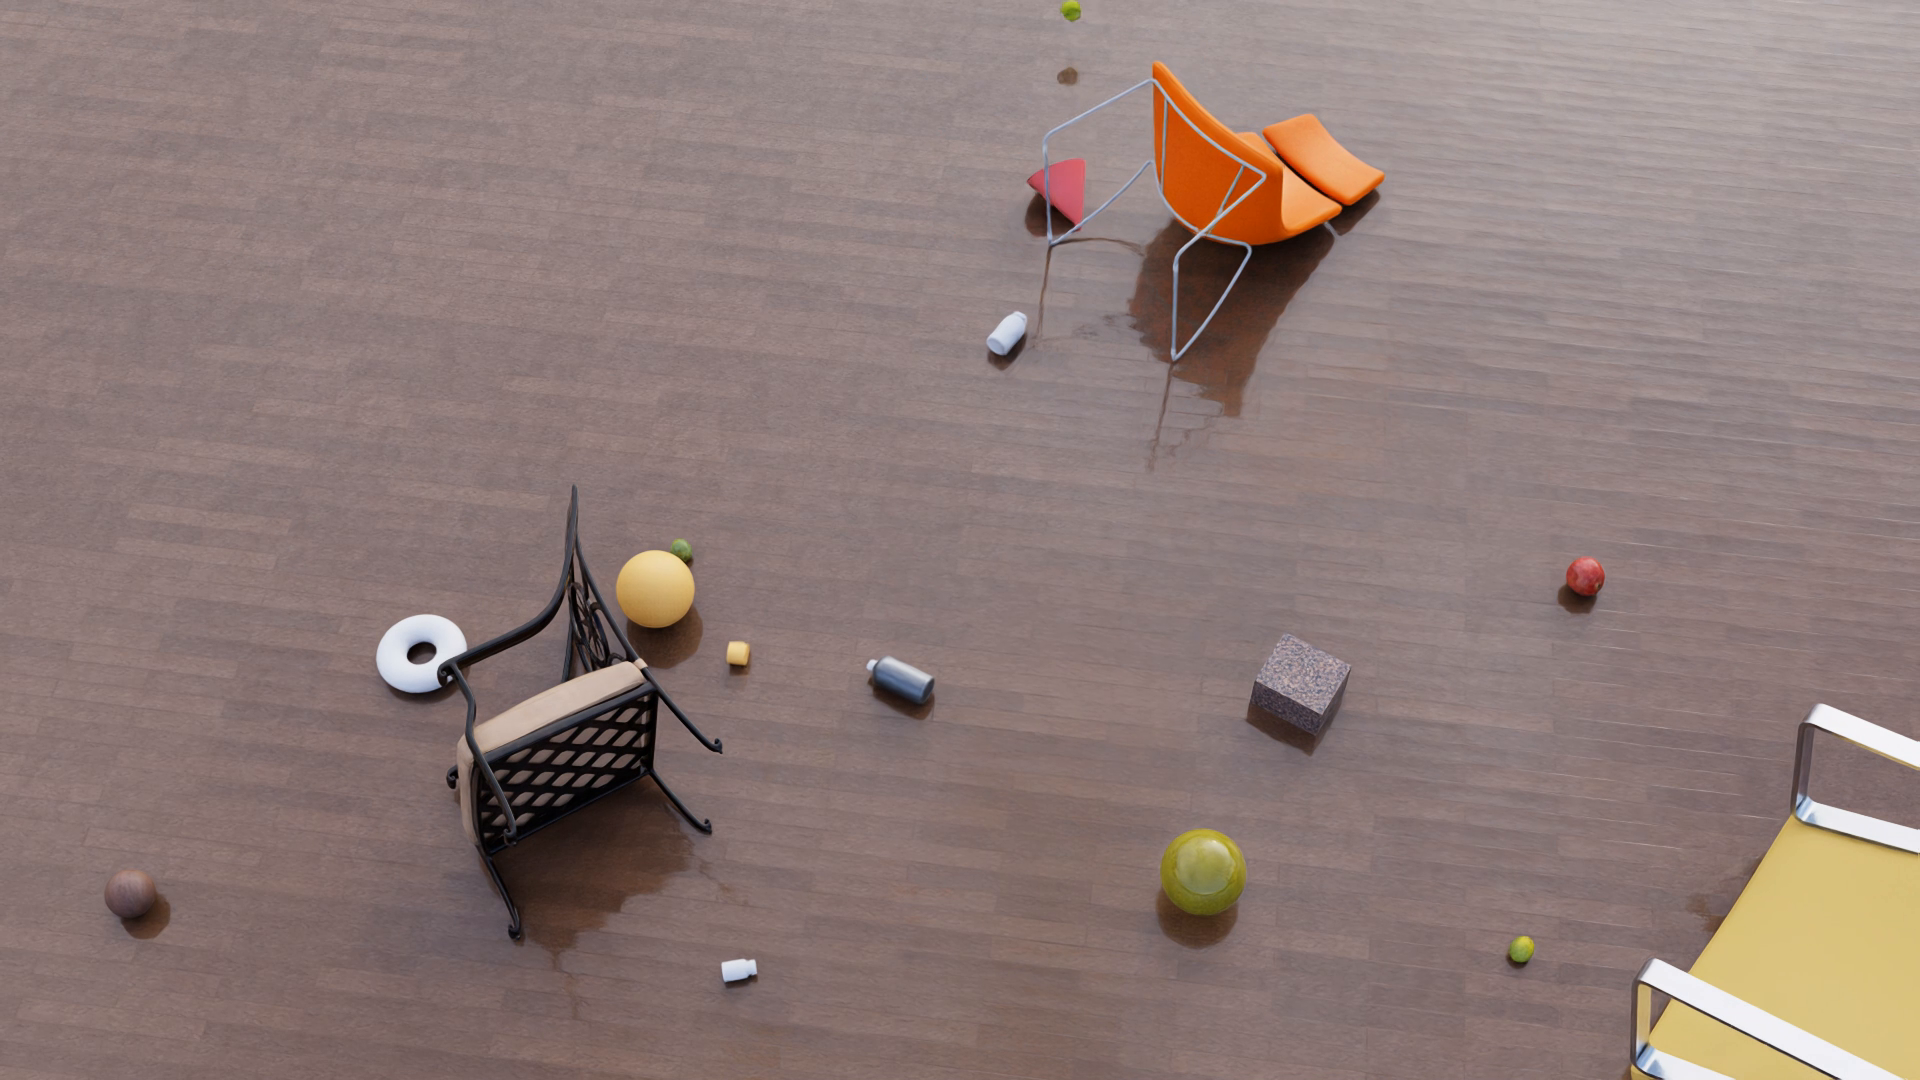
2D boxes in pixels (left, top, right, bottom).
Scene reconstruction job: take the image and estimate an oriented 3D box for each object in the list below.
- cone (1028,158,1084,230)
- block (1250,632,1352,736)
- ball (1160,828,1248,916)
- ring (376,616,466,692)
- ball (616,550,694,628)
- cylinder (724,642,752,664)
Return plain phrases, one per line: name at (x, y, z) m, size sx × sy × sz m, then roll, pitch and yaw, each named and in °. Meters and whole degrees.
cone at (0.360, -1.121, 7.272) m, size 0.229 × 0.184 × 0.217 m, roll -16°, pitch 80°, yaw -46°
block at (0.965, 0.407, 6.227) m, size 0.211 × 0.122 × 0.186 m, roll 27°, pitch 60°, yaw 17°
ball at (0.647, 0.882, 5.843) m, size 0.230 × 0.230 × 0.230 m, roll 0°, pitch 56°, yaw 0°
ring at (-1.546, 0.326, 6.316) m, size 0.258 × 0.067 × 0.256 m, roll 17°, pitch 57°, yaw 12°
ball at (-0.879, 0.142, 6.343) m, size 0.226 × 0.226 × 0.226 m, roll 0°, pitch 56°, yaw 0°
cylinder at (-0.637, 0.324, 6.318) m, size 0.050 × 0.060 × 0.074 m, roll 5°, pitch 20°, yaw 17°
